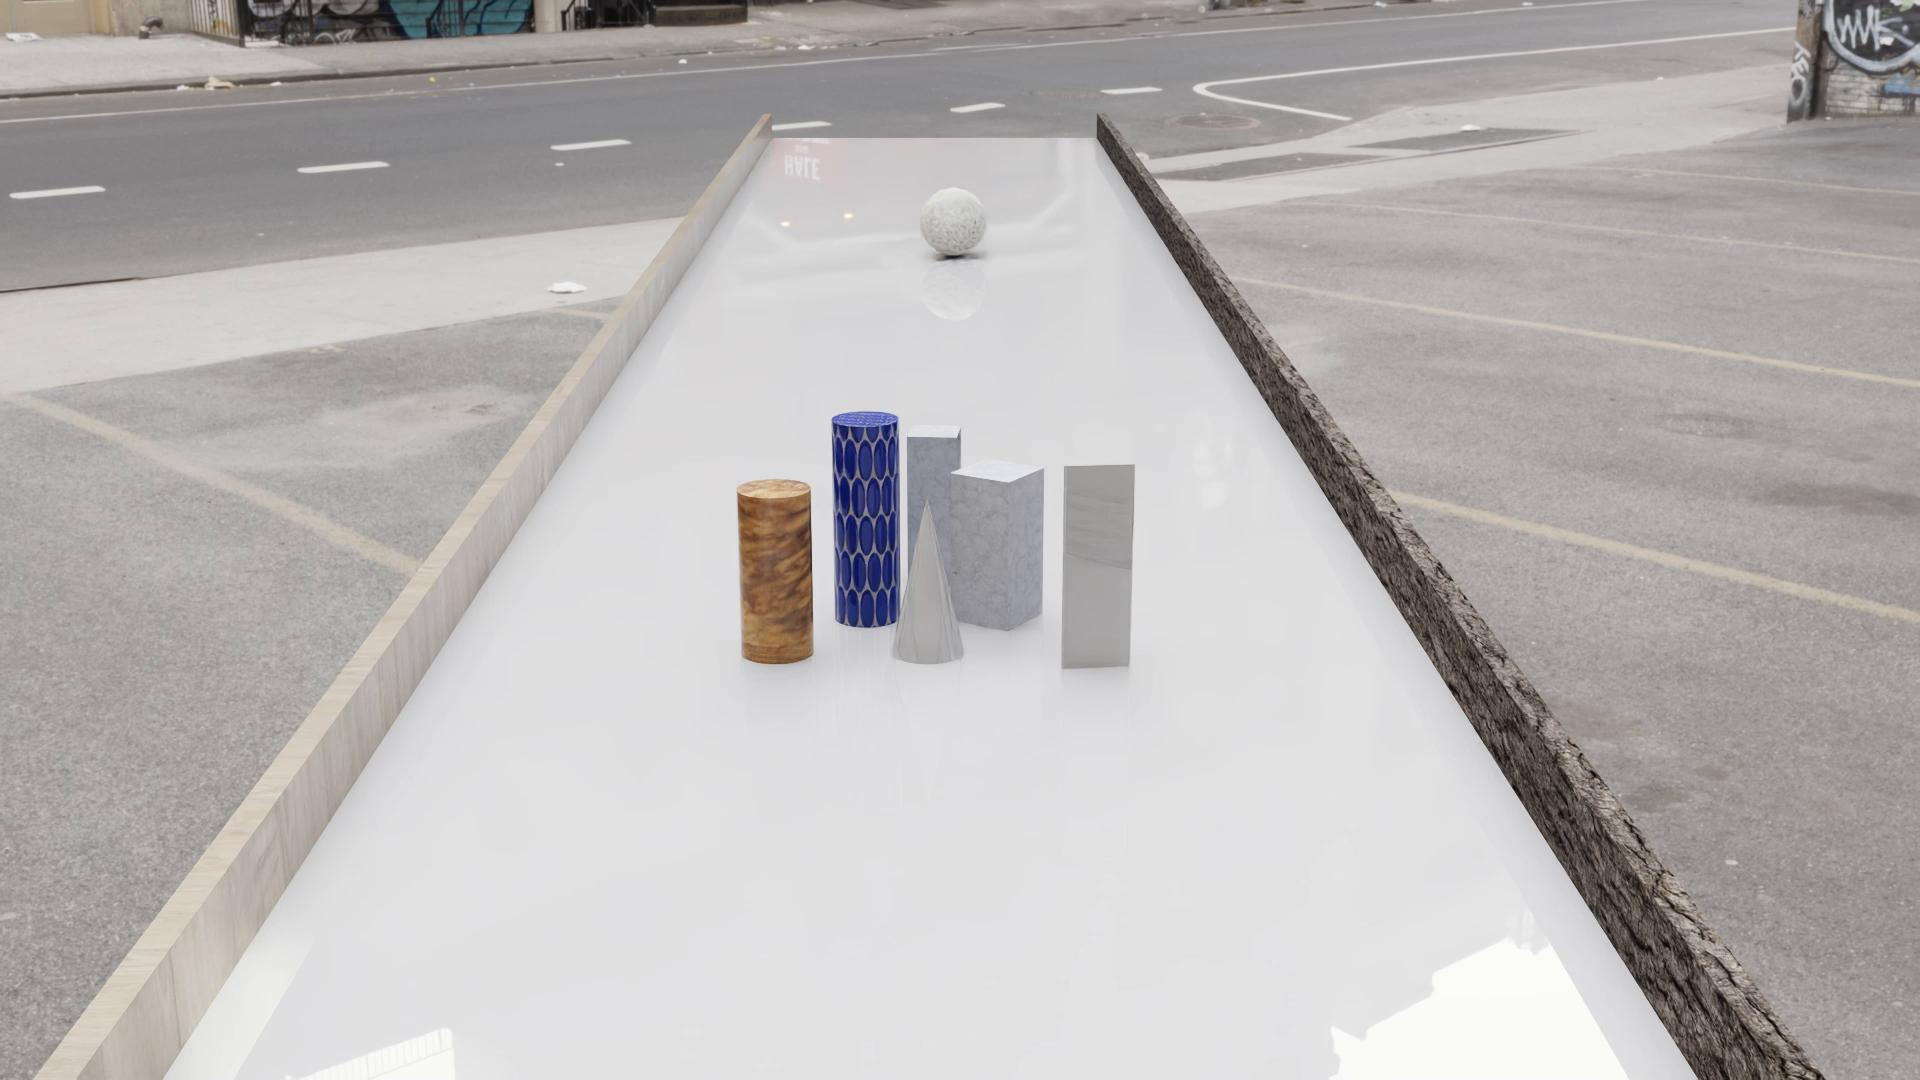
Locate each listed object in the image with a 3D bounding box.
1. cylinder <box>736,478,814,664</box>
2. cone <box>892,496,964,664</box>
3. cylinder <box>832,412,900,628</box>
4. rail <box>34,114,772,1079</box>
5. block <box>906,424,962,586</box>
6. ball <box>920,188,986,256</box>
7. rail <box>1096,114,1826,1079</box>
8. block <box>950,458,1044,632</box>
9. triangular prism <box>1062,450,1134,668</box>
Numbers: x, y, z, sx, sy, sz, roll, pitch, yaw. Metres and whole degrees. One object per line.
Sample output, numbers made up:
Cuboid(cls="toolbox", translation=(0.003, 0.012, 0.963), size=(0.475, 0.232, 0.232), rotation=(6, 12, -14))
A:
Cuboid(cls="cylinder", translation=(-0.370, 0.063, 4.413), size=(0.148, 0.344, 0.148), rotation=(0, 17, 0))
Cuboid(cls="cone", translation=(-0.065, 0.070, 4.416), size=(0.149, 0.328, 0.149), rotation=(0, 17, 0))
Cuboid(cls="cylinder", translation=(-0.196, -0.043, 4.614), size=(0.141, 0.432, 0.141), rotation=(0, 17, 0))
Cuboid(cls="rail", translation=(-1.118, -0.838, 7.780), size=(0.050, 0.150, 12.000), rotation=(0, 17, -1))
Cuboid(cls="block", translation=(-0.057, -0.078, 4.894), size=(0.110, 0.339, 0.110), rotation=(1, 17, 5))
Cuboid(cls="ball", translation=(-0.027, -1.337, 9.231), size=(0.280, 0.280, 0.280), rotation=(0, 17, 0))
Cuboid(cls="rail", translation=(0.932, -0.844, 7.801), size=(0.050, 0.150, 12.000), rotation=(0, 17, -1))
Cuboid(cls="block", translation=(0.078, 0.009, 4.632), size=(0.142, 0.322, 0.142), rotation=(10, 19, 31))
Cuboid(cls="triangular prism", translation=(0.264, 0.037, 4.373), size=(0.137, 0.416, 0.119), rotation=(-2, 17, -7))
